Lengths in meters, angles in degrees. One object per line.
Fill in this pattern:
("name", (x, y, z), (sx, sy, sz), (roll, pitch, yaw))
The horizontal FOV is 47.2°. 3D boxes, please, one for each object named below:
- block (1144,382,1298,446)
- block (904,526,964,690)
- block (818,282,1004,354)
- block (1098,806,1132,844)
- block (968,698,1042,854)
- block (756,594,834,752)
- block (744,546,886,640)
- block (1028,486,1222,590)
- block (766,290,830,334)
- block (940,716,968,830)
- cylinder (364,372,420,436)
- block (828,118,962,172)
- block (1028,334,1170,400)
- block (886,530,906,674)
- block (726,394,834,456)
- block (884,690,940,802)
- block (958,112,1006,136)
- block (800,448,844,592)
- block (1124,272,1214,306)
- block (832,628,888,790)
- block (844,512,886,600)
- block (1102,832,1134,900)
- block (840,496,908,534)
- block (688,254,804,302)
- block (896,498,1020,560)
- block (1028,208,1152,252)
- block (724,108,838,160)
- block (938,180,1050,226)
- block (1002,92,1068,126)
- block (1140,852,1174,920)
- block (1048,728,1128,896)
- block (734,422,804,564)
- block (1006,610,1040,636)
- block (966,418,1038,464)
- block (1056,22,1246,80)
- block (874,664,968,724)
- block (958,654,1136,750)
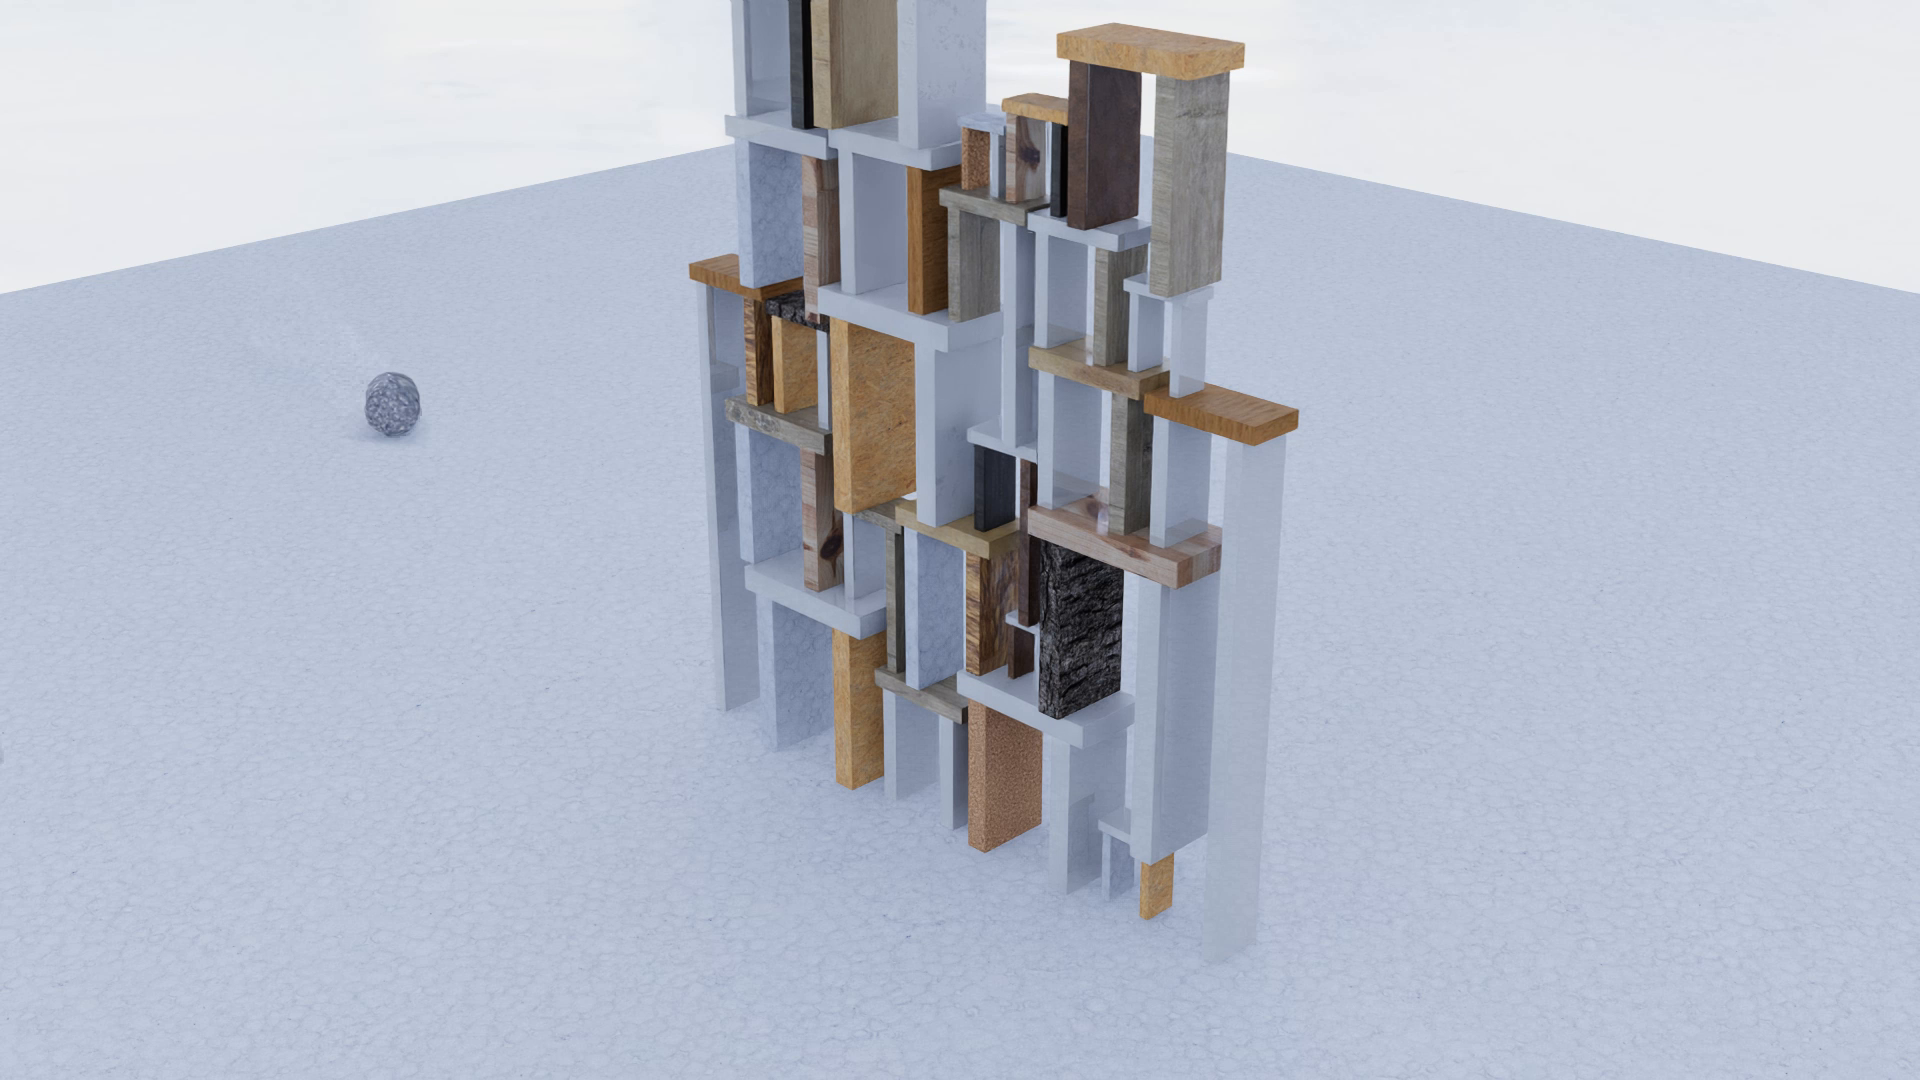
("block", (0.433, -0.215, 3.660), (0.234, 0.033, 0.117), (21, 31, 41))
("block", (-0.050, 0.118, 4.326), (0.036, 0.340, 0.126), (21, 31, 41))
("block", (-0.084, -0.433, 4.133), (0.176, 0.050, 0.352), (-21, 31, -41))
("block", (0.333, 0.542, 4.093), (0.071, 0.020, 0.142), (-21, 31, -40))
("block", (0.090, 0.436, 4.317), (0.046, 0.325, 0.162), (21, 31, 41))
("block", (-0.345, 0.257, 4.701), (0.050, 0.355, 0.178), (21, 31, 41))
("block", (-0.261, 0.103, 4.544), (0.355, 0.050, 0.178), (21, 31, 41))
("block", (0.305, -0.010, 3.883), (0.174, 0.049, 0.347), (-21, 31, -40))
("block", (-0.281, -0.451, 4.345), (0.201, 0.028, 0.100), (22, 31, 40))
("block", (0.017, 0.445, 4.396), (0.035, 0.247, 0.123), (21, 31, 41))
("cylinder", (-1.678, -0.404, 6.500), (0.155, 0.155, 0.155), (-5, 19, -12))
("block", (-0.099, -0.726, 4.016), (0.136, 0.039, 0.272), (-21, 31, -40))
("block", (0.256, -0.303, 3.813), (0.127, 0.036, 0.255), (-21, 31, -40))
("block", (-0.104, 0.111, 4.383), (0.092, 0.309, 0.026), (-21, 31, -41))
("block", (-0.321, -0.248, 4.473), (0.304, 0.043, 0.152), (21, 31, 41))
("block", (-0.099, 0.400, 4.503), (0.123, 0.247, 0.035), (-21, 31, -41))
("block", (0.054, -0.730, 3.850), (0.112, 0.016, 0.056), (21, 31, 40))
("block", (-0.249, -0.060, 4.475), (0.152, 0.304, 0.043), (-21, 31, -41))
("block", (0.347, -0.418, 3.660), (0.138, 0.020, 0.069), (21, 31, 40))
("block", (-0.177, 0.322, 4.546), (0.050, 0.356, 0.178), (21, 31, 41))
("block", (-0.191, 0.020, 4.439), (0.026, 0.184, 0.092), (21, 31, 41))
("block", (0.300, 0.604, 4.156), (0.071, 0.142, 0.020), (-21, 31, -41))
("block", (-0.147, -0.060, 4.358), (0.092, 0.026, 0.184), (-21, 31, -41))
("block", (-0.436, -0.536, 4.476), (0.226, 0.032, 0.113), (21, 31, 40))
("block", (0.009, -0.032, 4.198), (0.251, 0.036, 0.126), (21, 31, 41))
("block", (0.225, -0.534, 3.747), (0.205, 0.029, 0.103), (21, 31, 41))
("block", (-0.300, -0.784, 4.214), (0.147, 0.042, 0.294), (-21, 31, -41))
("block", (0.074, -0.597, 3.883), (0.209, 0.030, 0.104), (21, 31, 40))
("block", (0.154, -0.735, 3.744), (0.155, 0.022, 0.077), (22, 32, 40))
("block", (0.367, 0.630, 4.094), (0.071, 0.142, 0.020), (-21, 31, -41))
("block", (0.243, 0.496, 4.176), (0.046, 0.325, 0.162), (21, 31, 41))
("block", (-0.393, -0.116, 4.607), (0.152, 0.304, 0.043), (-21, 31, -41))
("block", (0.144, 0.155, 4.141), (0.055, 0.016, 0.111), (-21, 31, -40))
("block", (0.105, -0.184, 4.039), (0.172, 0.024, 0.086), (20, 30, 39))
("block", (0.306, -0.790, 3.548), (0.139, 0.040, 0.279), (-22, 31, -40))
("block", (-0.041, 0.293, 4.394), (0.247, 0.035, 0.123), (21, 31, 41))
("block", (0.167, 0.295, 4.174), (0.325, 0.046, 0.162), (21, 31, 41))
